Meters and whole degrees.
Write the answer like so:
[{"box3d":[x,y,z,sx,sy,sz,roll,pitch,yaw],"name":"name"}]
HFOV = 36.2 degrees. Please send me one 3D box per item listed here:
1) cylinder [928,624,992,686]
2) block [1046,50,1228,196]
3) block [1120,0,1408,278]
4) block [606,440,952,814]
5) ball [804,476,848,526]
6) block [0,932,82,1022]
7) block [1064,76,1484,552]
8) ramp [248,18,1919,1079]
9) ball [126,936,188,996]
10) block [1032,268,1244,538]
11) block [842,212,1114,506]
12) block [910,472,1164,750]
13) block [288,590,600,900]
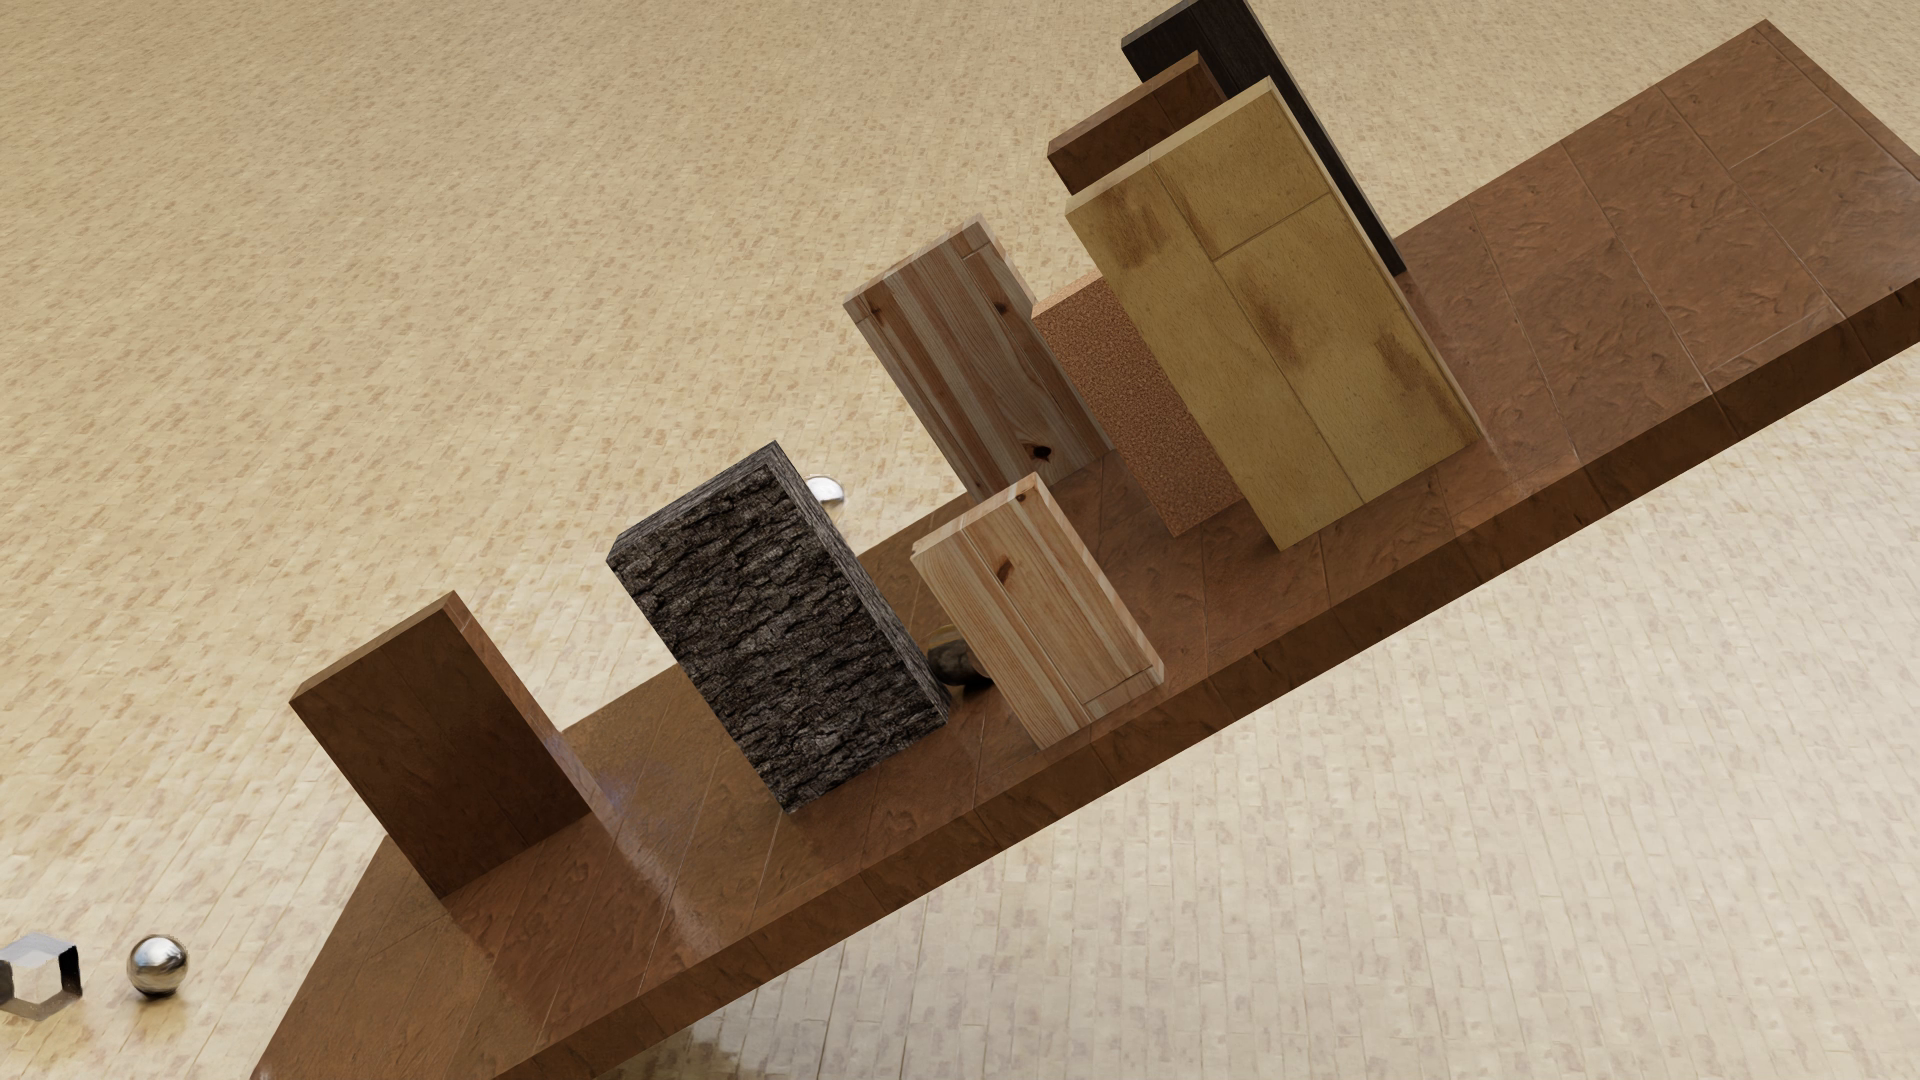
[{"box3d":[0.023,0.224,5.930,0.127,0.127,0.127,-17,1,-39],"name":"cylinder"},{"box3d":[0.541,-0.599,6.173,0.364,0.759,0.146,-30,15,14],"name":"block"},{"box3d":[0.692,-0.877,6.686,0.285,0.775,0.125,-30,15,14],"name":"block"},{"box3d":[-0.356,0.178,5.871,0.384,0.642,0.150,-30,15,14],"name":"block"},{"box3d":[-0.481,-0.127,10.118,0.190,0.190,0.190,0,20,0],"name":"ball"},{"box3d":[-2.198,1.039,6.998,0.140,0.140,0.140,10,22,26],"name":"block"},{"box3d":[0.587,-0.415,5.483,0.439,0.768,0.127,-30,15,14],"name":"block"},{"box3d":[0.140,0.170,6.294,4.000,0.100,2.000,-30,15,14],"name":"ramp"},{"box3d":[-1.922,1.019,7.045,0.145,0.145,0.145,0,20,0],"name":"ball"},{"box3d":[0.421,-0.315,5.957,0.306,0.545,0.100,-30,15,14],"name":"block"},{"box3d":[0.057,-0.397,6.829,0.372,0.623,0.089,-30,15,14],"name":"block"},{"box3d":[0.143,0.132,5.356,0.264,0.441,0.086,-30,15,14],"name":"block"},{"box3d":[-1.186,0.477,6.795,0.443,0.588,0.117,-30,15,14],"name":"block"}]
